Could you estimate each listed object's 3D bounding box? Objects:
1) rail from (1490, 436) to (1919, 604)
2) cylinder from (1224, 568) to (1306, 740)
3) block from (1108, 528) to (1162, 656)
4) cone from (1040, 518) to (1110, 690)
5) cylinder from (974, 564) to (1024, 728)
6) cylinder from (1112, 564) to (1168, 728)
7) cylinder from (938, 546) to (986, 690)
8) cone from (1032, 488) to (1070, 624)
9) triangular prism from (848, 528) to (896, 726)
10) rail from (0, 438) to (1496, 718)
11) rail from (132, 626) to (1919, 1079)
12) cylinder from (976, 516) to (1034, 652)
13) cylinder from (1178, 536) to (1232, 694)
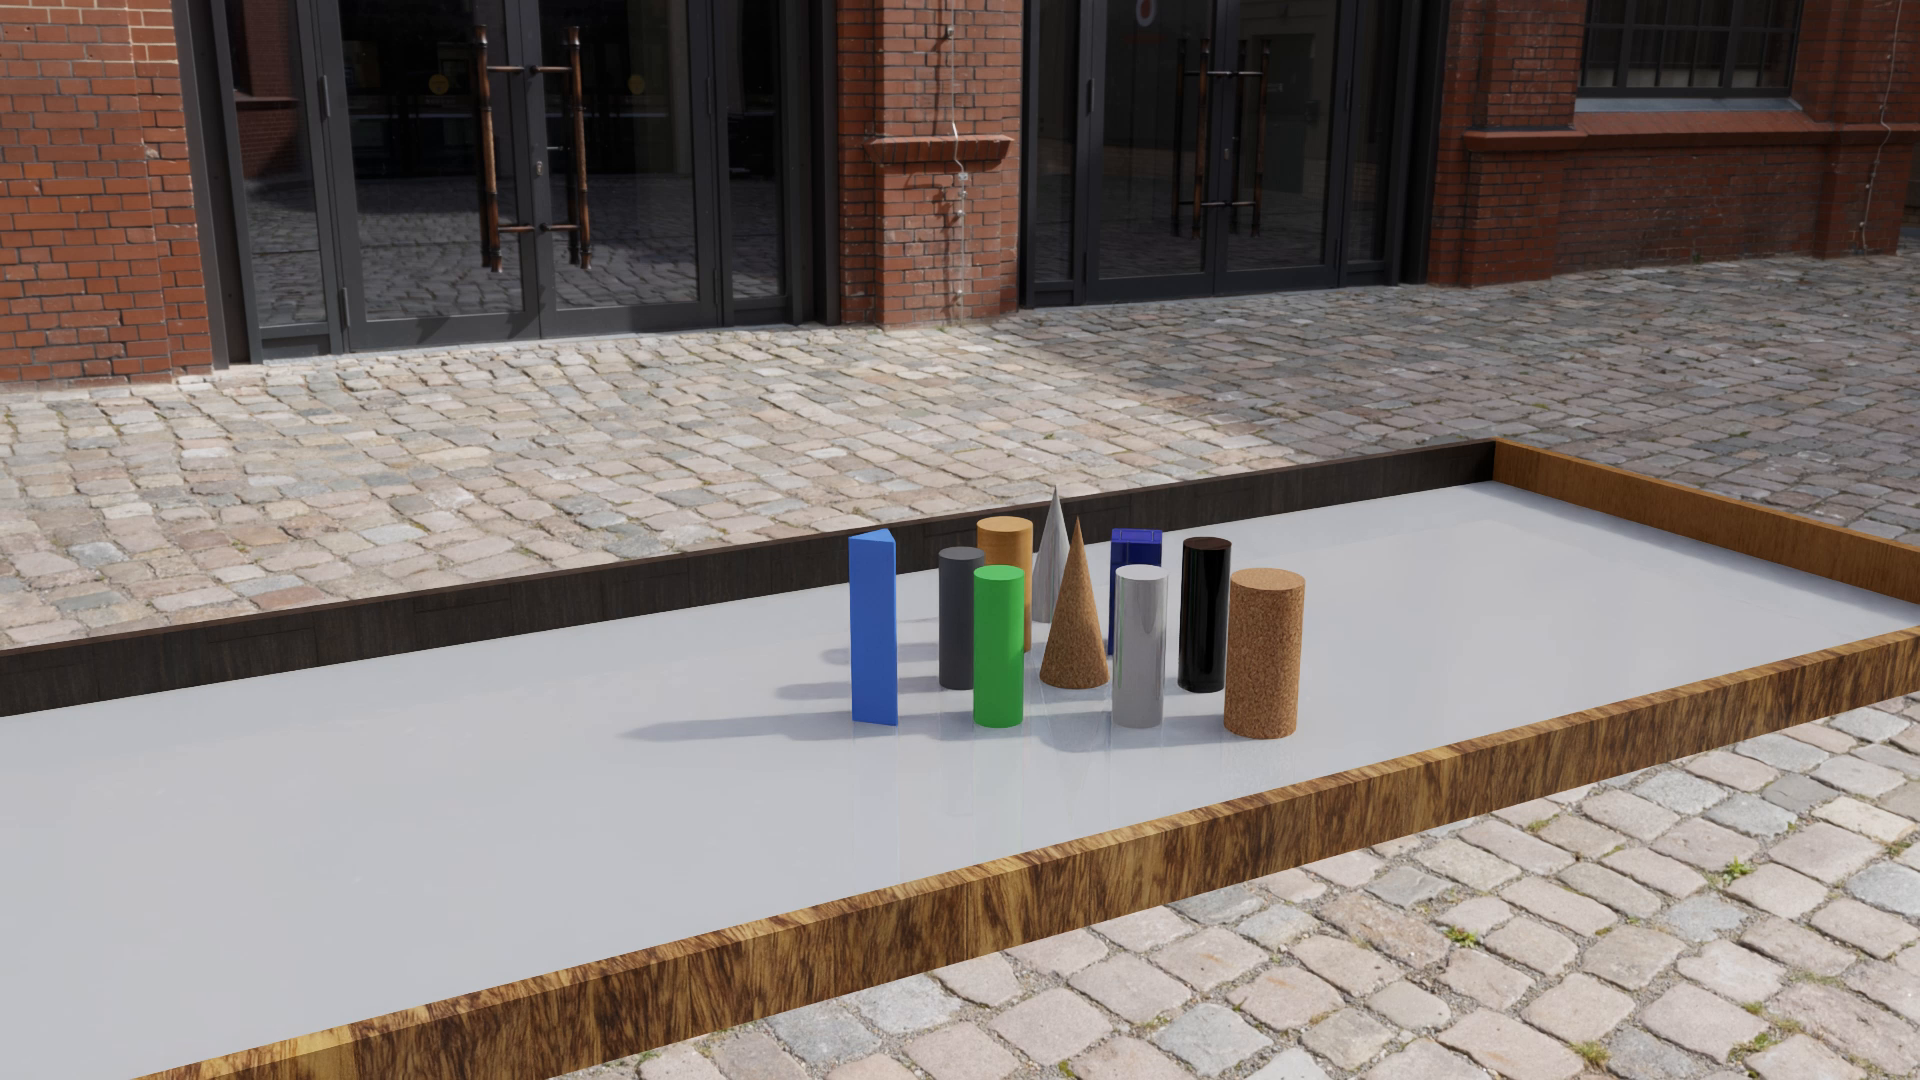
[{"bbox_3d":[2.466,-0.048,5.253,0.050,0.150,2.100,-9,18,-27],"label":"rail"},{"bbox_3d":[0.704,0.262,3.824,0.169,0.361,0.169,0,16,0],"label":"cylinder"},{"bbox_3d":[0.461,0.138,4.338,0.131,0.309,0.131,2,16,7],"label":"block"},{"bbox_3d":[0.290,0.141,4.119,0.178,0.425,0.178,0,16,0],"label":"cone"},{"bbox_3d":[0.090,0.249,3.862,0.118,0.363,0.118,0,16,0],"label":"cylinder"},{"bbox_3d":[0.420,0.249,3.862,0.122,0.364,0.122,0,16,0],"label":"cylinder"},{"bbox_3d":[0.005,0.194,4.094,0.114,0.338,0.114,0,16,0],"label":"cylinder"},{"bbox_3d":[0.264,0.027,4.598,0.177,0.375,0.177,0,16,0],"label":"cone"},{"bbox_3d":[-0.187,0.202,3.868,0.113,0.450,0.098,5,17,17],"label":"triangular prism"},{"bbox_3d":[-3.305,0.497,3.399,12.000,0.150,0.050,-9,18,-27],"label":"rail"},{"bbox_3d":[-2.336,1.006,1.665,12.000,0.150,0.050,-9,18,-27],"label":"rail"},{"bbox_3d":[0.117,0.121,4.341,0.146,0.340,0.146,0,16,0],"label":"cylinder"},{"bbox_3d":[0.603,0.185,4.073,0.118,0.369,0.118,0,16,0],"label":"cylinder"}]
